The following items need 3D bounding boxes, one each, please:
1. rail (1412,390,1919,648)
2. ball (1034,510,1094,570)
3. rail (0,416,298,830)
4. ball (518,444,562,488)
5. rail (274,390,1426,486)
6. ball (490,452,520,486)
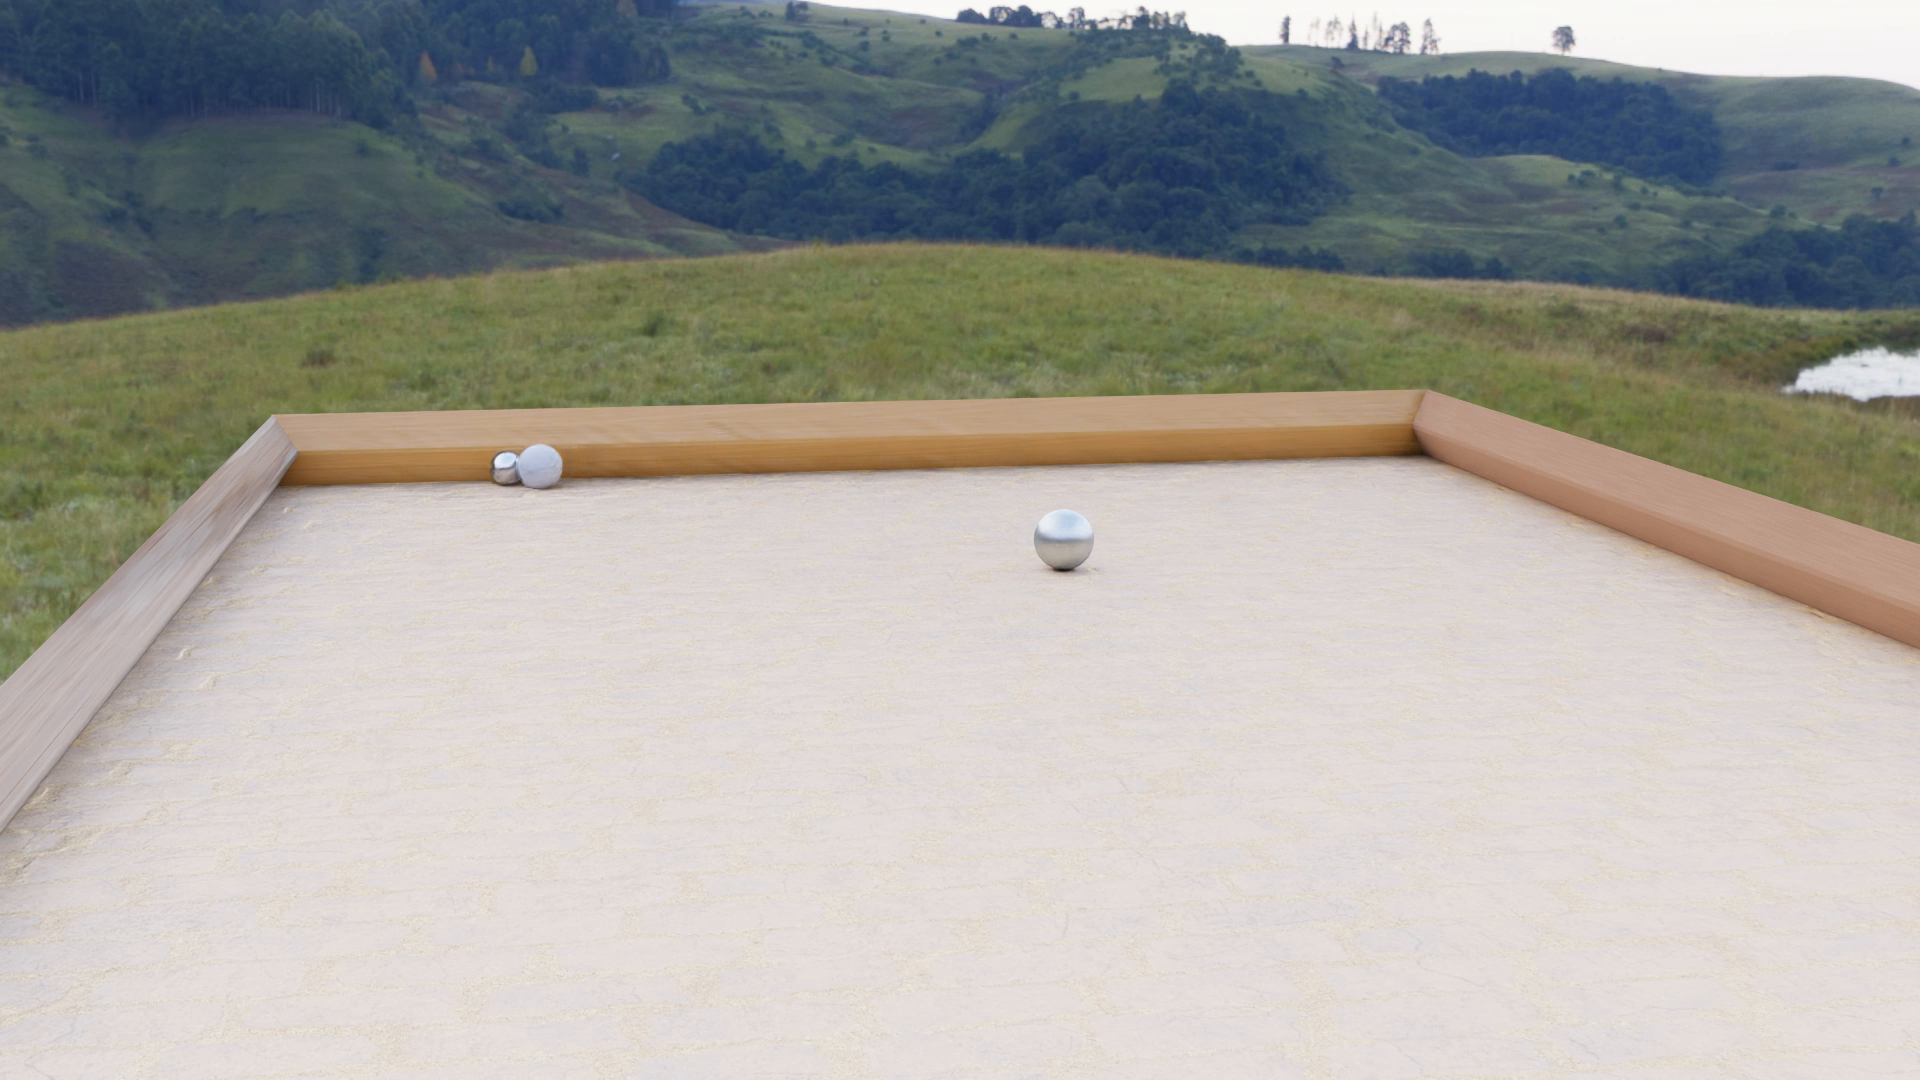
[{"bbox_3d":[1.175,0.107,2.462,0.045,0.124,3.581,-2,11,-10],"label":"rail"},{"bbox_3d":[0.148,0.000,3.130,0.086,0.086,0.086,0,11,0],"label":"ball"},{"bbox_3d":[-0.867,0.174,2.112,0.045,0.124,3.581,-2,11,-10],"label":"rail"},{"bbox_3d":[-0.729,-0.128,3.818,0.077,0.077,0.077,0,11,0],"label":"ball"},{"bbox_3d":[-0.150,-0.187,3.997,2.121,0.124,0.045,-2,11,-10],"label":"rail"},{"bbox_3d":[-0.794,-0.126,3.854,0.060,0.060,0.060,0,11,0],"label":"ball"}]
